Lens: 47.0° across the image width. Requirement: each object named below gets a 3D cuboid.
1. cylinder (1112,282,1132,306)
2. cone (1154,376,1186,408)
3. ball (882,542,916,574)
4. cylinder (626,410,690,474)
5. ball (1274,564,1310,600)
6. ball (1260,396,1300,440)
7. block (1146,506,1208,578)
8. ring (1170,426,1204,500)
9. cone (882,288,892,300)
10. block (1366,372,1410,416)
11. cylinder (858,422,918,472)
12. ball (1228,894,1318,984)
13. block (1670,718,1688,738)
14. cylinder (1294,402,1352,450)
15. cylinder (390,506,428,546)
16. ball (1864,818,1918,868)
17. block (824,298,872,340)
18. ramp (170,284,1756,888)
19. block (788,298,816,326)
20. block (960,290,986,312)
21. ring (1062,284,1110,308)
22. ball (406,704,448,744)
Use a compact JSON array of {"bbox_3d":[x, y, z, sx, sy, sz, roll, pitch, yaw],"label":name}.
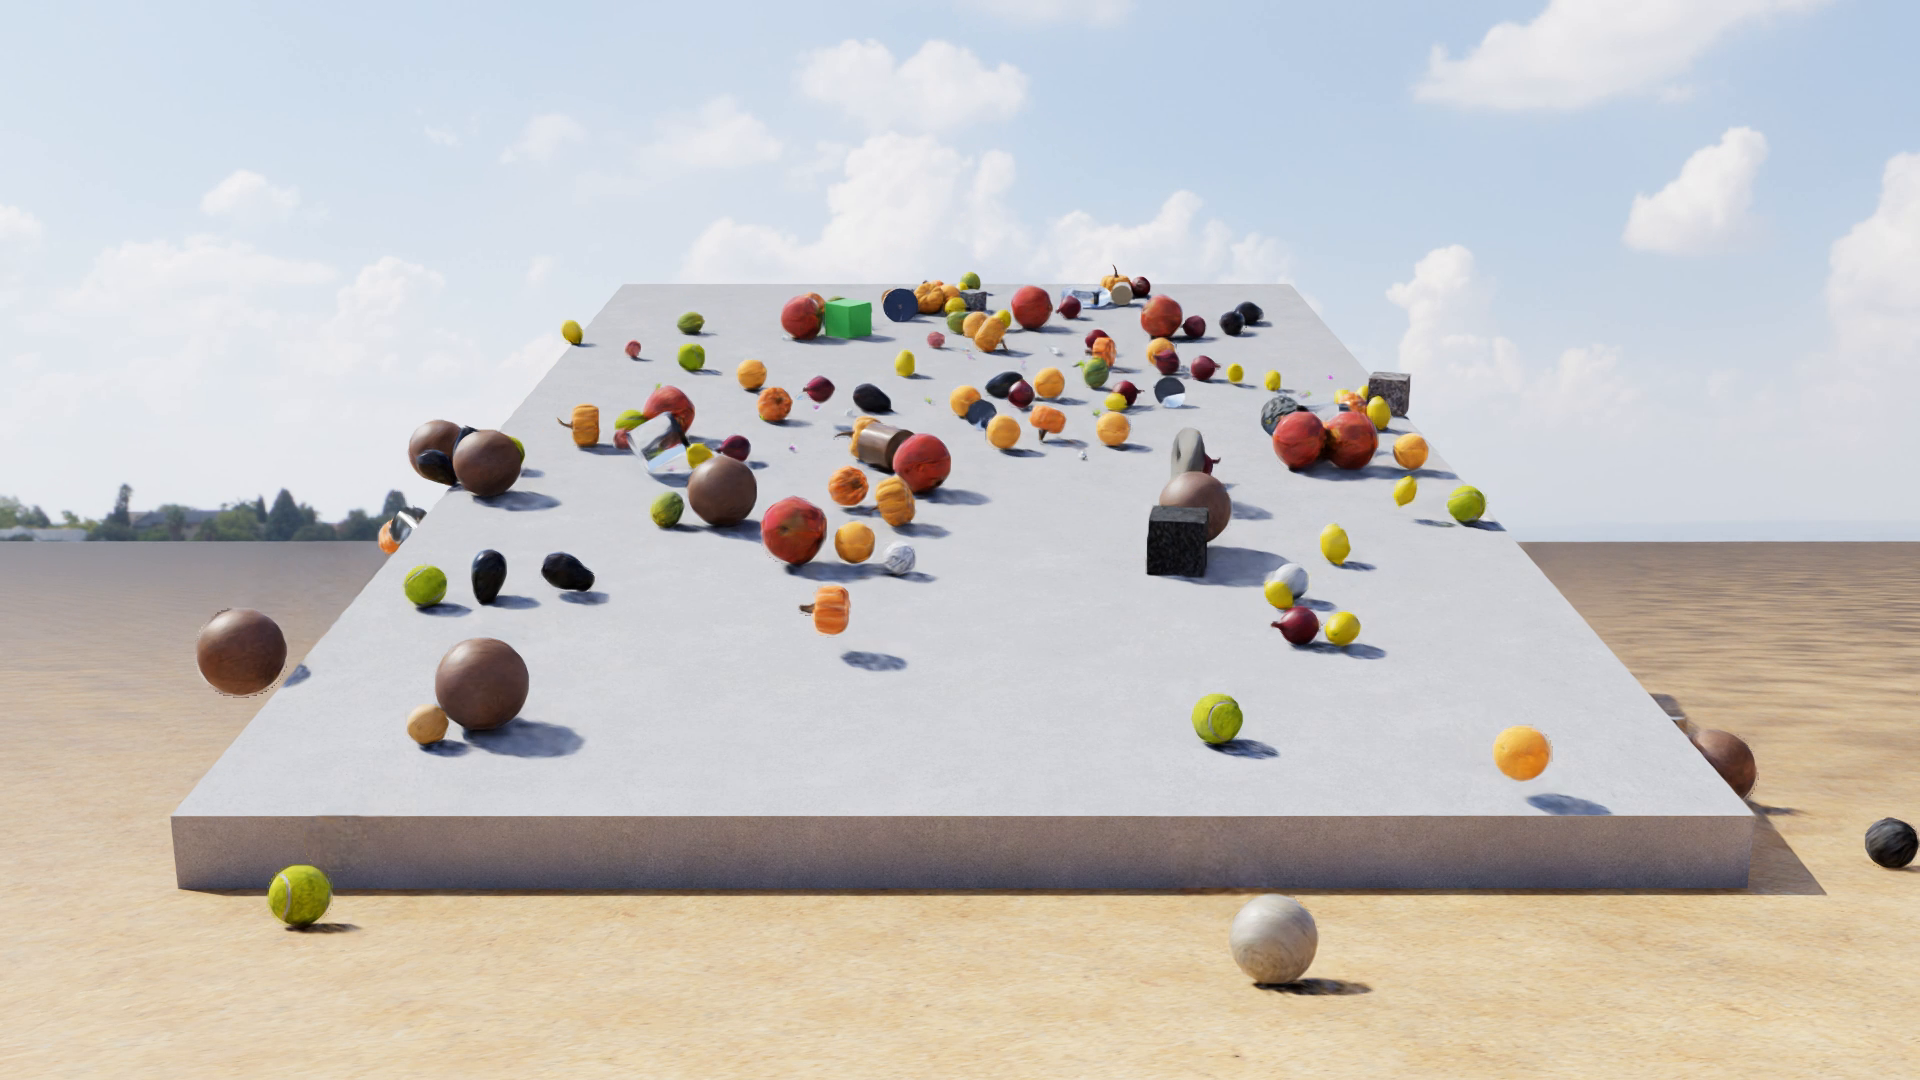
[{"bbox_3d":[0.461,-0.702,6.296,0.059,0.059,0.059,0,16,5],"label":"cylinder"},{"bbox_3d":[0.473,-0.330,5.063,0.072,0.072,0.072,0,-10,-8],"label":"cone"},{"bbox_3d":[-0.103,0.031,3.777,0.057,0.057,0.057,0,0,0],"label":"ball"},{"bbox_3d":[-0.604,-0.196,4.420,0.092,0.092,0.092,-31,9,-16],"label":"cylinder"},{"bbox_3d":[0.545,0.069,3.637,0.059,0.059,0.059,0,0,0],"label":"ball"},{"bbox_3d":[0.688,-0.261,4.719,0.093,0.093,0.093,0,0,0],"label":"ball"},{"bbox_3d":[0.376,0.002,3.807,0.097,0.097,0.097,3,16,9],"label":"block"},{"bbox_3d":[0.433,-0.147,4.216,0.046,0.139,0.139,4,0,-5],"label":"ring"},{"bbox_3d":[-0.191,-0.677,6.270,0.056,0.056,0.056,0,-11,10],"label":"cone"},{"bbox_3d":[0.965,-0.329,4.973,0.082,0.082,0.082,6,17,18],"label":"block"},{"bbox_3d":[-0.146,-0.188,4.472,0.088,0.088,0.088,0,12,-44],"label":"cylinder"},{"bbox_3d":[0.315,0.401,2.218,0.090,0.090,0.090,0,0,0],"label":"ball"},{"bbox_3d":[1.521,0.411,4.743,0.057,0.057,0.057,0,0,41],"label":"block"},{"bbox_3d":[0.764,-0.240,4.646,0.093,0.093,0.093,-4,1,-15],"label":"cylinder"},{"bbox_3d":[-1.109,-0.010,4.535,0.091,0.091,0.091,0,21,-40],"label":"cylinder"},{"bbox_3d":[1.259,0.410,2.987,0.068,0.068,0.068,0,0,0],"label":"ball"},{"bbox_3d":[-0.295,-0.585,5.840,0.087,0.087,0.087,14,21,39],"label":"block"},{"bbox_3d":[-0.002,-0.162,4.723,2.000,0.100,4.000,0,16,0],"label":"ramp"},{"bbox_3d":[-0.431,-0.621,6.013,0.060,0.060,0.060,4,17,15],"label":"block"},{"bbox_3d":[0.036,-0.670,6.195,0.054,0.054,0.054,14,21,39],"label":"block"},{"bbox_3d":[0.358,-0.694,6.292,0.143,0.048,0.143,1,18,0],"label":"ring"},{"bbox_3d":[-0.727,0.251,3.017,0.056,0.056,0.056,0,0,0],"label":"ball"}]
